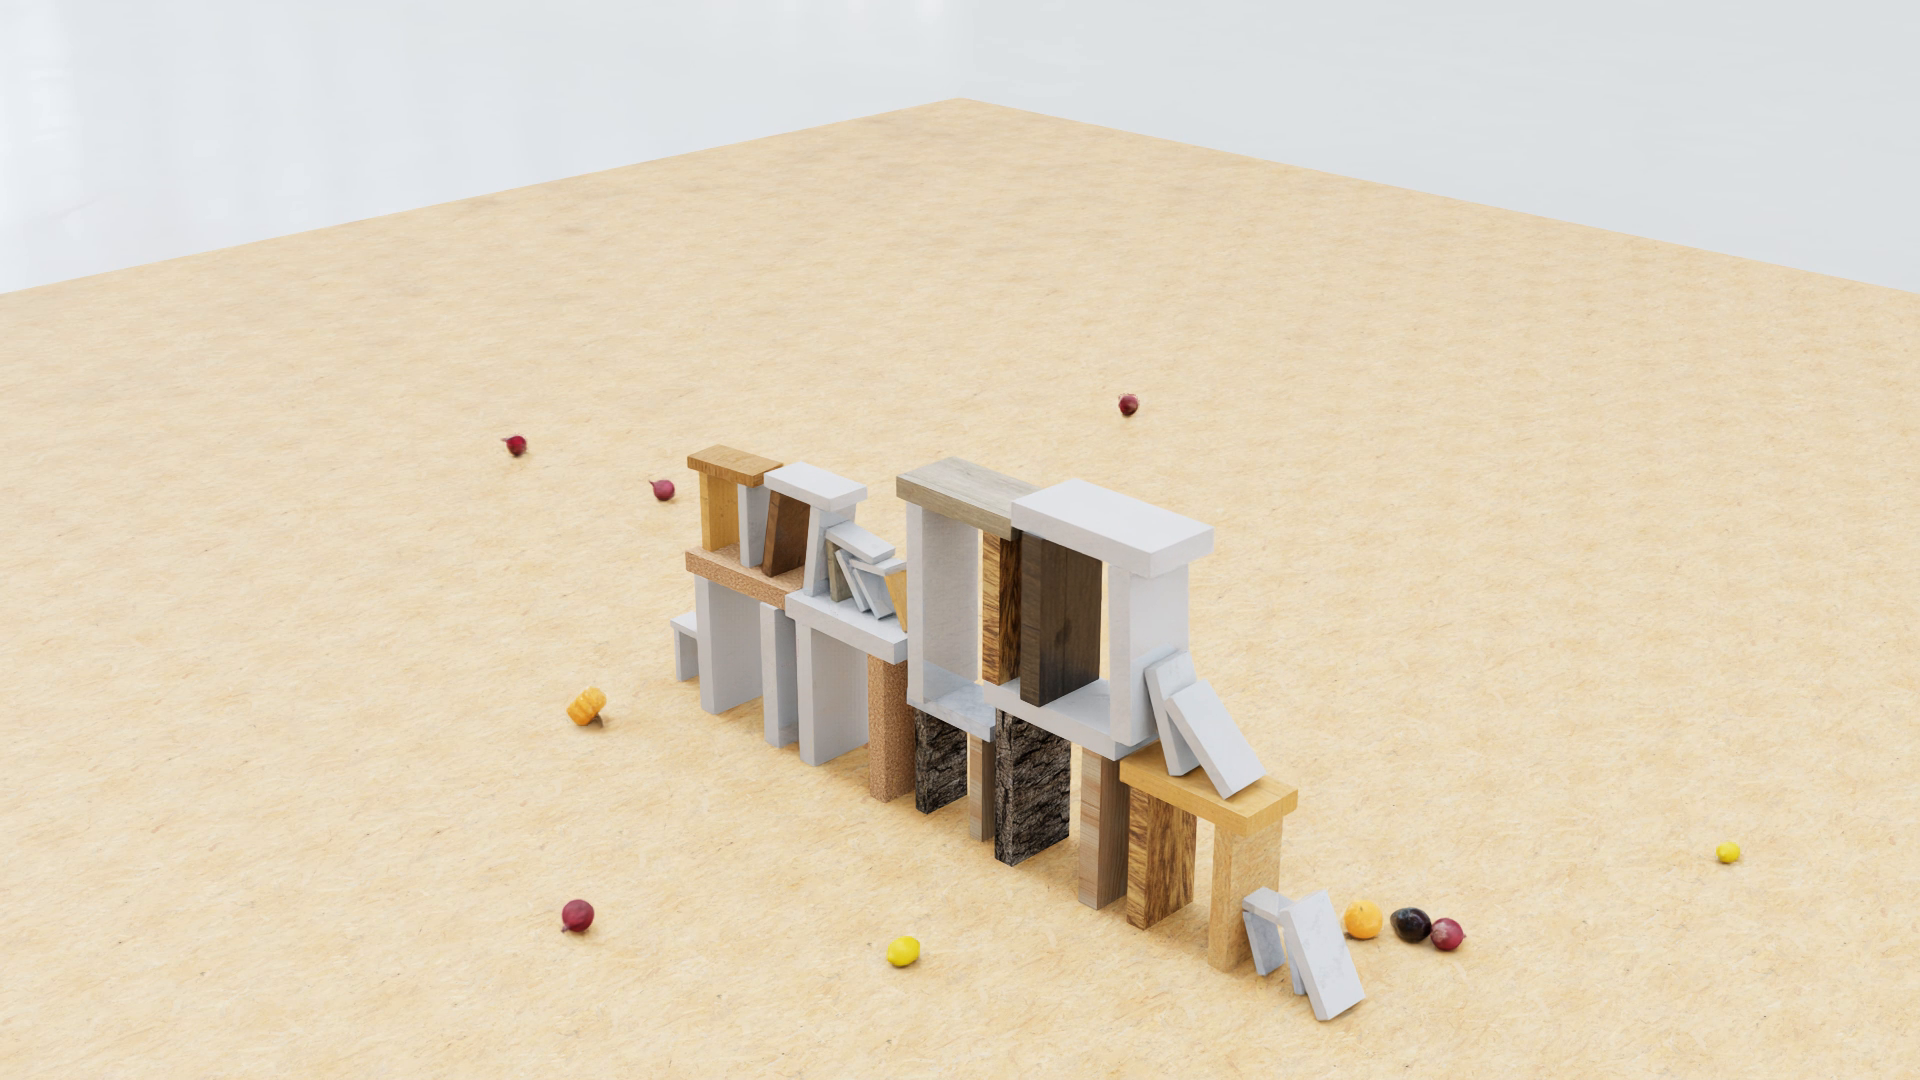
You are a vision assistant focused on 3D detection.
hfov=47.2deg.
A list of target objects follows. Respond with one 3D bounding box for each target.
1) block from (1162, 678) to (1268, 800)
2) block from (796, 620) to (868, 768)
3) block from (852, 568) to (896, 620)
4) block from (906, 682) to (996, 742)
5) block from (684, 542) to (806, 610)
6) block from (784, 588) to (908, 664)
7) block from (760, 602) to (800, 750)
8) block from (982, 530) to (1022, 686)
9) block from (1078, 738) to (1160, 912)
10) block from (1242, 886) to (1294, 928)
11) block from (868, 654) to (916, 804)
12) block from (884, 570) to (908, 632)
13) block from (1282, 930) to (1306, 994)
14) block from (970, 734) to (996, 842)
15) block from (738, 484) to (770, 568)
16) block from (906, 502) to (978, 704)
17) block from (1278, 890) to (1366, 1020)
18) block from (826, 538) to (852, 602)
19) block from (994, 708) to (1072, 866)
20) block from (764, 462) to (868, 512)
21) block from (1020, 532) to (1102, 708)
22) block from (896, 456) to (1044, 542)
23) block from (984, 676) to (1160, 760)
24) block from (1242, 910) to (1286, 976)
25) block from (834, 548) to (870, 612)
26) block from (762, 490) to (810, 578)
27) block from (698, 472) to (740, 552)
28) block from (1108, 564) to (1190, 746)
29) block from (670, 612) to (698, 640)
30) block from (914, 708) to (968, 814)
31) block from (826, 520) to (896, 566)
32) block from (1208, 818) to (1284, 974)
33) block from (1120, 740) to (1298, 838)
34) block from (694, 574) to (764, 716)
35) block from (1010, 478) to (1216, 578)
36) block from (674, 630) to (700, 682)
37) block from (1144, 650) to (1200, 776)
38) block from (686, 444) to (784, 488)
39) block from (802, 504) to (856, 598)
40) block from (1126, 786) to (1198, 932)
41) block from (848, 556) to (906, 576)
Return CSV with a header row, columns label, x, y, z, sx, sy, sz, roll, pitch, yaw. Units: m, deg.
label,x,y,z,sx,sy,sz,roll,pitch,yaw
block,0.450,0.350,3.884,0.100,0.028,0.201,-23,76,-42
block,-0.265,0.299,4.637,0.046,0.327,0.163,21,31,41
block,-0.166,0.102,4.451,0.058,0.016,0.115,-16,70,-33
block,0.017,0.328,4.351,0.116,0.033,0.232,-21,31,-40
block,-0.418,0.064,4.712,0.328,0.046,0.164,19,30,38
block,-0.188,0.158,4.493,0.327,0.046,0.163,21,31,41
block,-0.346,0.268,4.711,0.164,0.328,0.046,-21,31,-41
block,0.111,0.108,4.148,0.043,0.305,0.153,21,31,41
block,0.298,0.514,4.125,0.047,0.331,0.166,21,31,41
block,0.565,0.654,3.887,0.061,0.017,0.122,-22,31,-40
block,-0.111,0.360,4.495,0.046,0.327,0.163,21,31,41
block,-0.106,0.119,4.387,0.058,0.115,0.016,-19,-1,-37
block,0.605,0.733,3.878,0.061,0.121,0.017,-22,15,-40
block,0.072,0.471,4.353,0.033,0.232,0.116,21,31,41
block,-0.424,-0.045,4.665,0.027,0.190,0.095,20,30,40
block,-0.033,0.104,4.302,0.153,0.418,0.043,-21,31,-40
block,0.629,0.721,3.823,0.100,0.201,0.028,-19,-1,-38
block,-0.238,0.052,4.510,0.067,0.133,0.019,-20,24,-39
block,0.142,0.453,4.269,0.047,0.331,0.166,21,31,41
block,-0.296,-0.110,4.500,0.203,0.029,0.102,21,31,40
block,0.188,0.125,4.066,0.048,0.337,0.169,21,31,41
block,0.039,-0.081,4.147,0.153,0.043,0.305,-21,31,-40
block,0.220,0.309,4.124,0.331,0.047,0.166,21,31,41
block,0.544,0.710,3.935,0.061,0.121,0.017,-21,10,-41
block,-0.199,0.075,4.479,0.067,0.133,0.019,-19,-8,-38
block,-0.358,-0.027,4.605,0.102,0.203,0.029,-21,43,-41
block,-0.515,-0.079,4.746,0.027,0.190,0.095,20,30,39
block,0.339,0.182,3.930,0.048,0.338,0.169,17,28,40
block,-0.587,0.196,4.945,0.129,0.018,0.064,21,31,41
block,-0.037,0.429,4.454,0.033,0.232,0.116,21,31,41
block,-0.202,0.005,4.449,0.133,0.019,0.067,30,37,32
block,0.511,0.616,3.937,0.041,0.290,0.145,21,31,41
block,0.443,0.437,3.935,0.290,0.041,0.145,21,31,41
block,-0.500,0.207,4.853,0.046,0.328,0.164,21,31,41
block,0.270,-0.024,3.922,0.169,0.048,0.337,-21,30,-39
block,-0.617,0.252,5.002,0.018,0.129,0.064,21,31,41
block,0.393,0.309,3.932,0.028,0.201,0.100,-5,13,46
block,-0.476,-0.158,4.654,0.190,0.027,0.095,17,28,34
block,-0.267,0.010,4.517,0.102,0.204,0.029,-22,40,-41
block,0.375,0.563,4.063,0.041,0.290,0.145,21,31,41
block,-0.165,0.048,4.431,0.058,0.016,0.115,-19,22,-37
